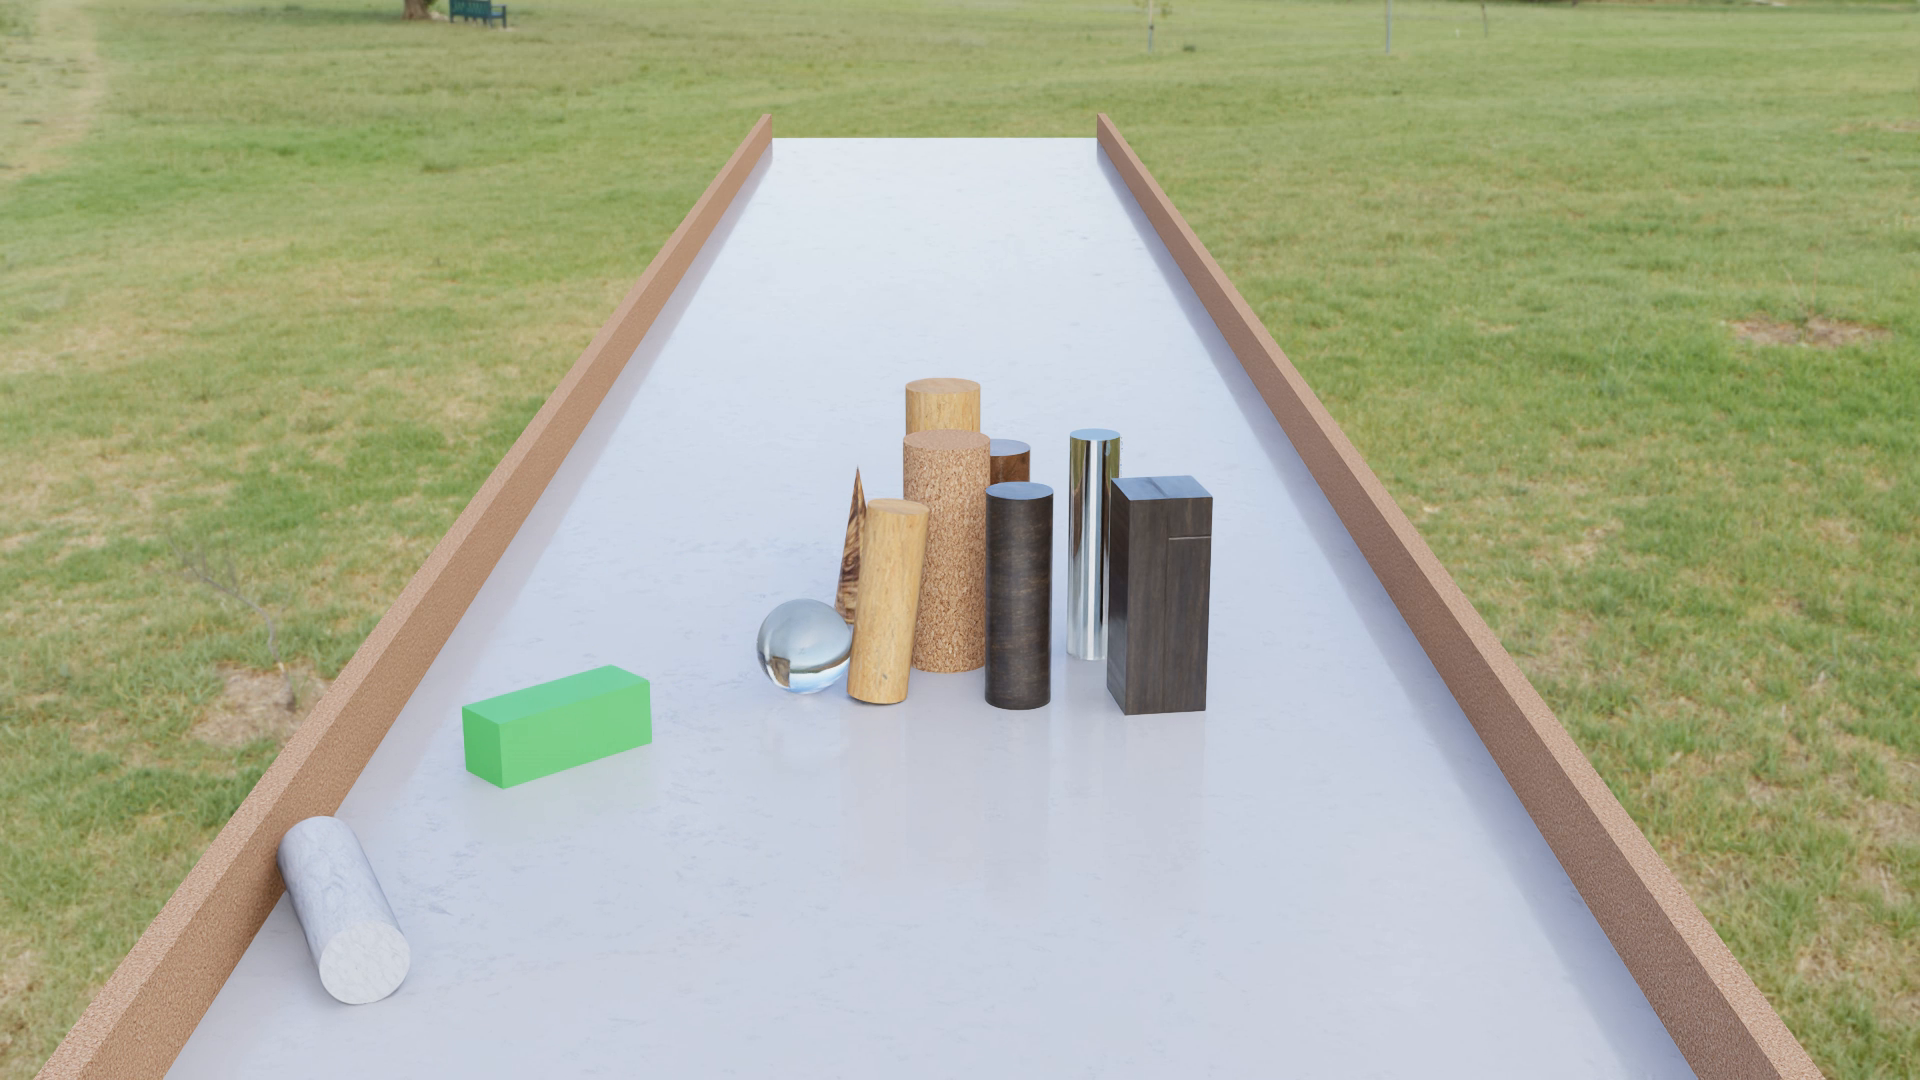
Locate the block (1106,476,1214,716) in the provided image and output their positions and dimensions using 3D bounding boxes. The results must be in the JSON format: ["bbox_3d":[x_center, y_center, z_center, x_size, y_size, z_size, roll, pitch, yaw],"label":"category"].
[{"bbox_3d":[0.374,0.103,4.146,0.156,0.419,0.156,-3,17,-9],"label":"block"}]

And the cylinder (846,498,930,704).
[{"bbox_3d":[-0.138,0.115,4.169,0.117,0.371,0.117,7,15,-2],"label":"cylinder"}]

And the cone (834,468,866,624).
[{"bbox_3d":[-0.213,0.001,4.633,0.117,0.336,0.117,0,17,0],"label":"cone"}]

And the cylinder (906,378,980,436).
[{"bbox_3d":[-0.038,-0.128,4.889,0.166,0.439,0.166,0,17,0],"label":"cylinder"}]

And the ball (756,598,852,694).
[{"bbox_3d":[-0.299,0.204,4.218,0.184,0.184,0.184,0,17,0],"label":"ball"}]

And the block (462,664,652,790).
[{"bbox_3d":[-0.714,0.329,3.911,0.314,0.120,0.120,-15,22,-41],"label":"block"}]

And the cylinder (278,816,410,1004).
[{"bbox_3d":[-0.905,0.534,3.213,0.124,0.124,0.395,-7,18,-24],"label":"cylinder"}]

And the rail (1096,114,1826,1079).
[{"bbox_3d":[0.932,-0.844,7.801,0.050,0.150,12.000,0,17,-1],"label":"rail"}]

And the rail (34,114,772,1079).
[{"bbox_3d":[-1.118,-0.838,7.780,0.050,0.150,12.000,0,17,-1],"label":"rail"}]

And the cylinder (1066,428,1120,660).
[{"bbox_3d":[0.266,0.009,4.400,0.100,0.454,0.100,0,17,0],"label":"cylinder"}]

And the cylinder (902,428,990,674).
[{"bbox_3d":[-0.026,0.021,4.359,0.171,0.454,0.171,0,17,0],"label":"cylinder"}]

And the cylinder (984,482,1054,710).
[{"bbox_3d":[0.111,0.106,4.148,0.127,0.412,0.127,0,17,0],"label":"cylinder"}]

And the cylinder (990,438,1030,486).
[{"bbox_3d":[0.074,-0.016,4.631,0.148,0.370,0.148,0,17,0],"label":"cylinder"}]
